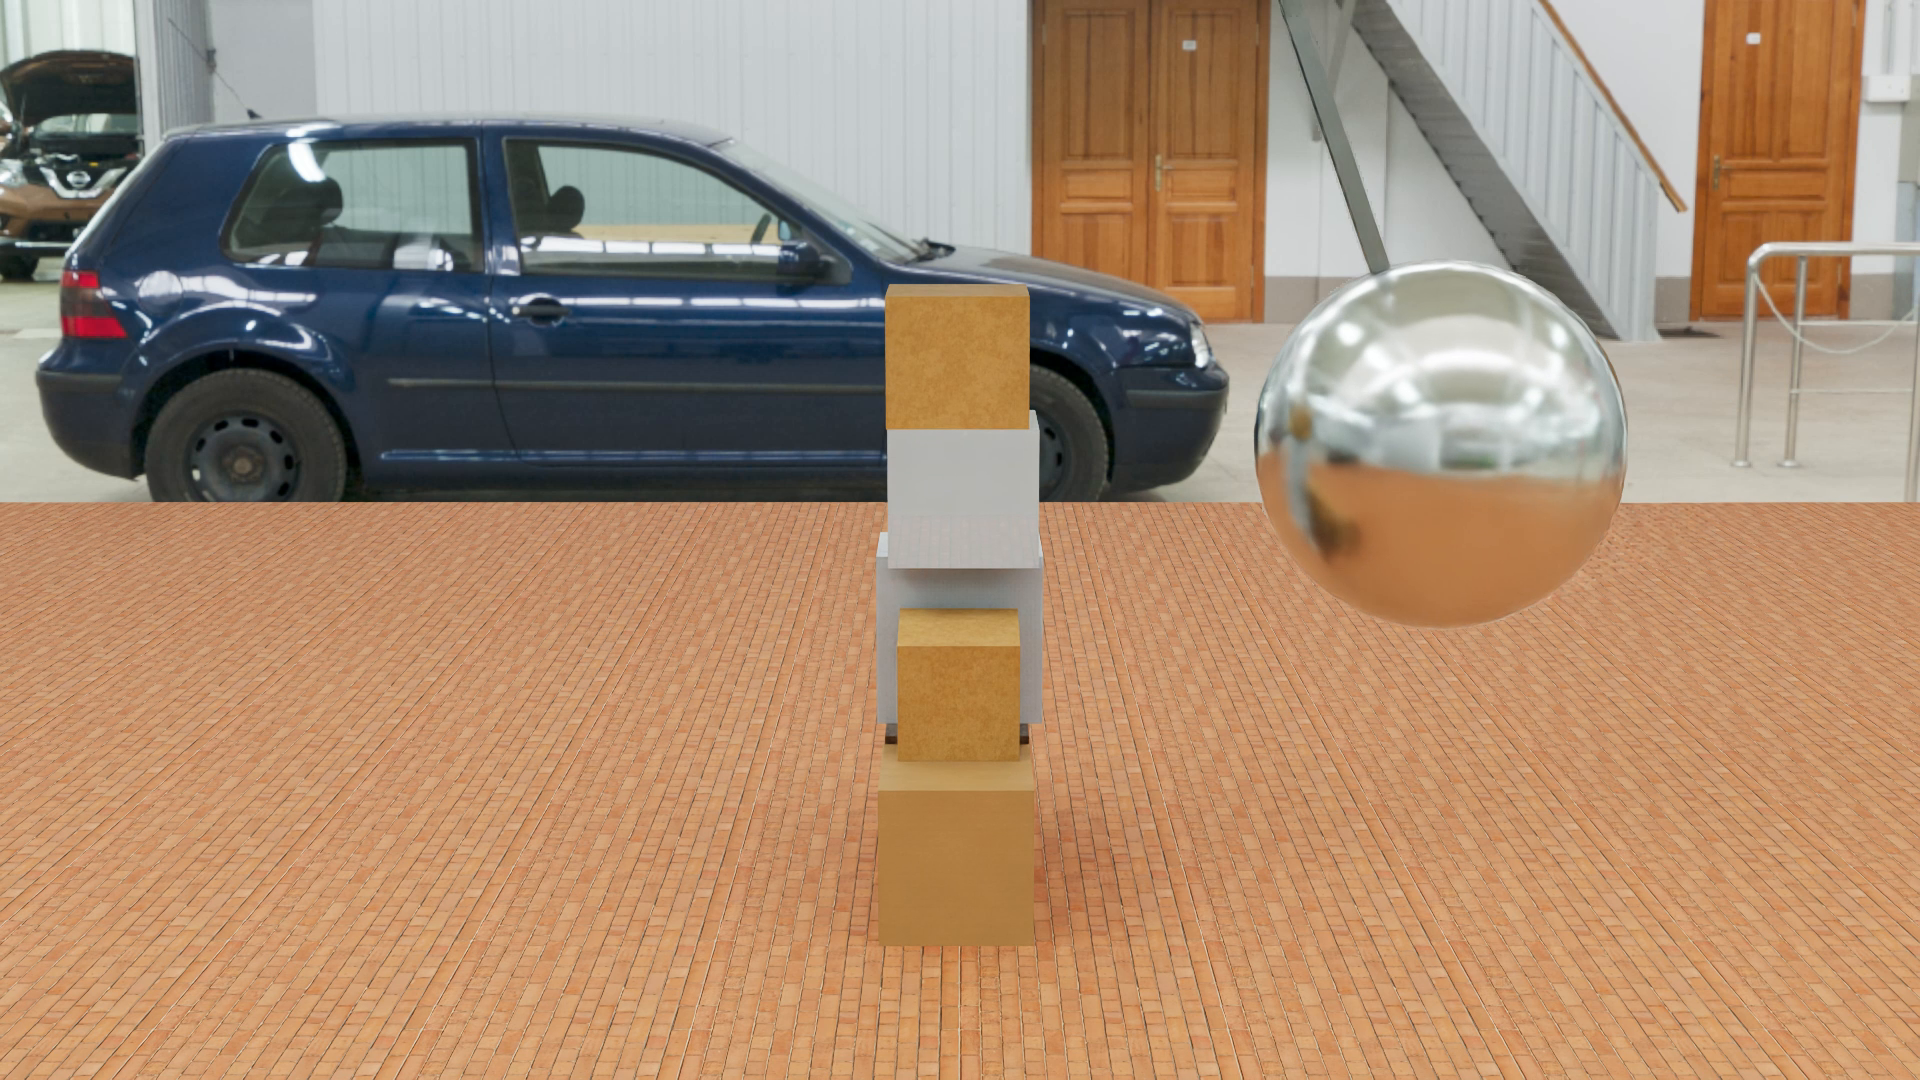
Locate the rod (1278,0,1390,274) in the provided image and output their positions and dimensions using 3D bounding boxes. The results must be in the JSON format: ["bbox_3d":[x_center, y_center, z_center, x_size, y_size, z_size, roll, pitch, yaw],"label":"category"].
[{"bbox_3d":[0.899,-3.554,10.534,0.080,5.200,0.080,-20,10,4],"label":"rod"}]

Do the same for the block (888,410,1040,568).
[{"bbox_3d":[0.014,-0.229,11.139,0.639,0.594,0.634,0,10,0],"label":"block"}]

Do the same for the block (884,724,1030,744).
[{"bbox_3d":[-0.012,1.121,11.474,0.622,0.689,0.713,0,10,0],"label":"block"}]

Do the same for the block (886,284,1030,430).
[{"bbox_3d":[-0.011,-0.795,11.036,0.602,0.558,0.635,0,10,0],"label":"block"}]

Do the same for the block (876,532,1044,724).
[{"bbox_3d":[-0.001,0.385,11.510,0.727,0.746,0.609,0,10,0],"label":"block"}]

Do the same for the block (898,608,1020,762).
[{"bbox_3d":[-0.005,0.614,10.945,0.511,0.512,0.501,0,17,0],"label":"block"}]

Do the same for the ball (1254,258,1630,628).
[{"bbox_3d":[2.074,-0.416,11.105,1.600,1.600,1.600,0,10,0],"label":"ball"}]

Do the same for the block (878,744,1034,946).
[{"bbox_3d":[-0.016,1.268,10.759,0.632,0.656,0.727,0,10,0],"label":"block"}]
